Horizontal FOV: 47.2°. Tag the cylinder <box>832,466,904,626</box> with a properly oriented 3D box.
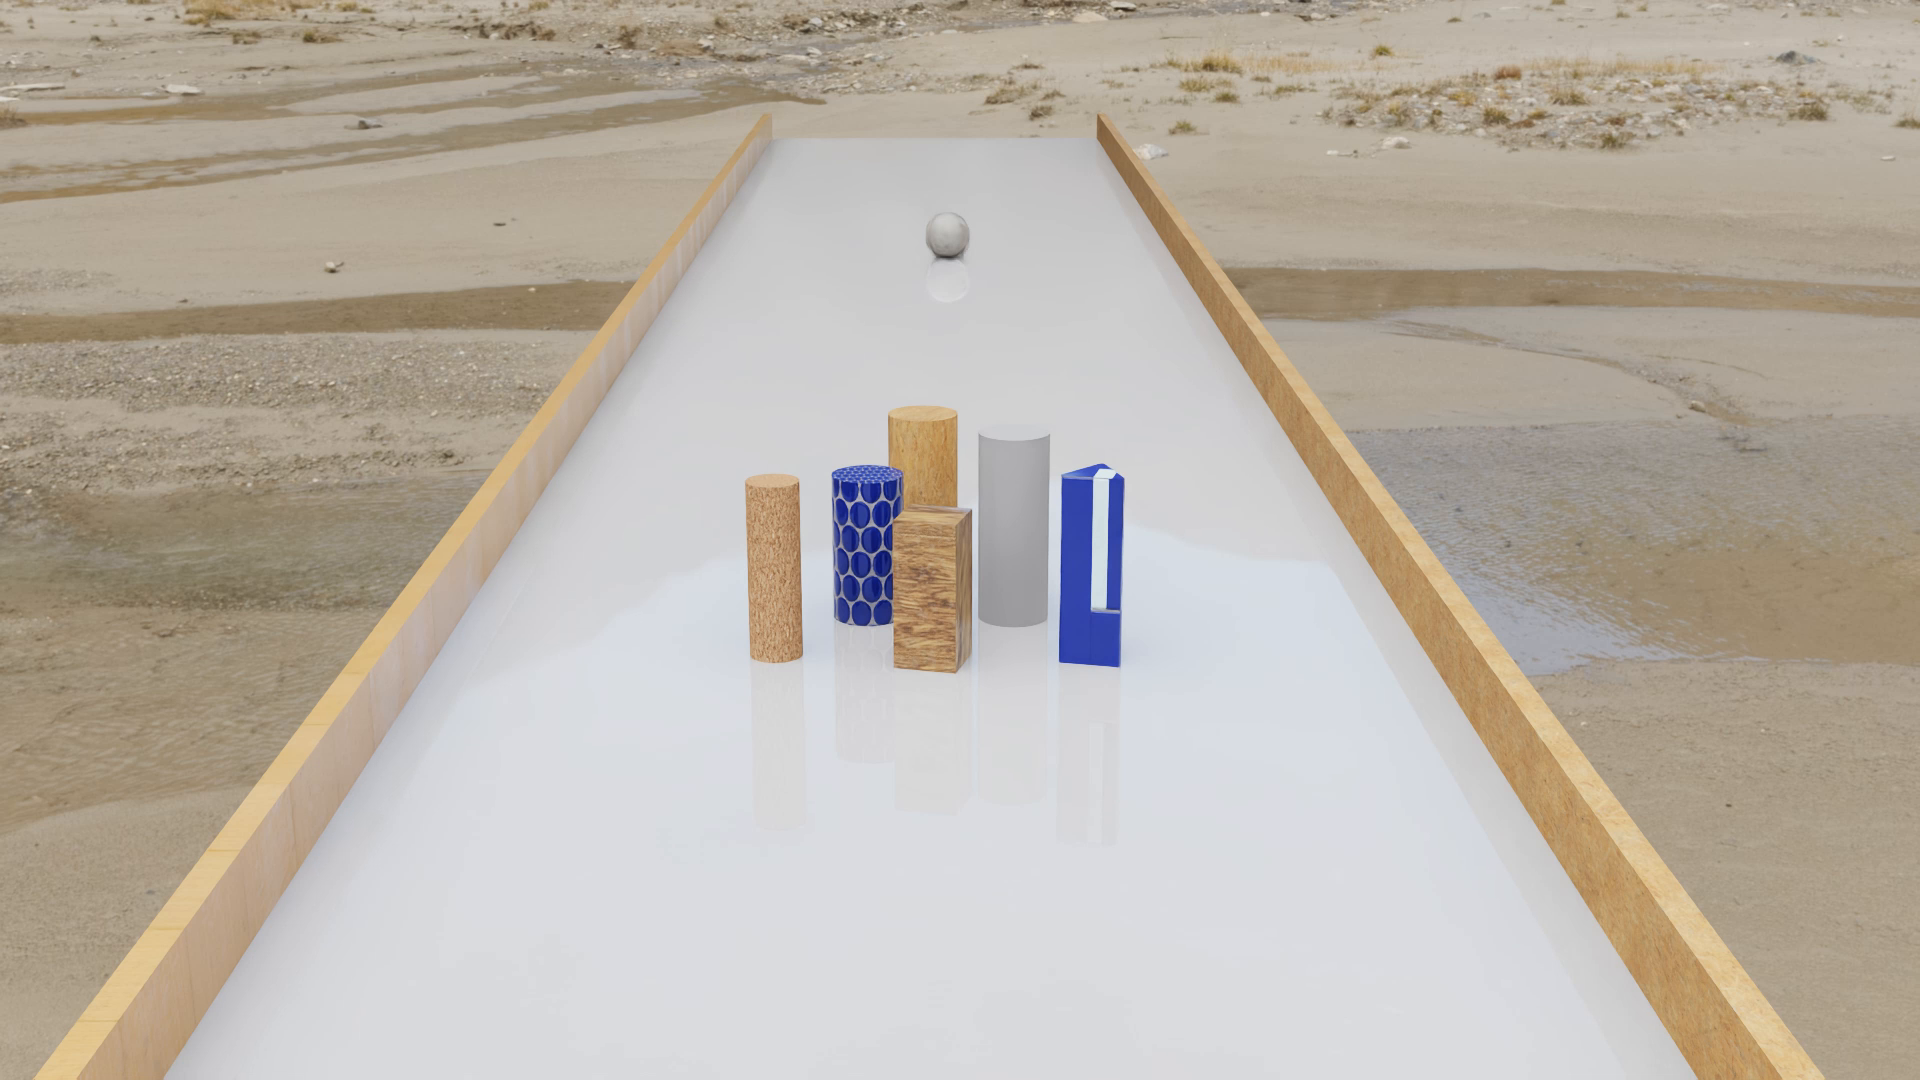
[{"bbox_3d":[-0.194,0.011,4.645,0.151,0.310,0.151,0,17,0],"label":"cylinder"}]

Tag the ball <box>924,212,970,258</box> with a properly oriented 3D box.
[{"bbox_3d":[-0.053,-1.272,9.174,0.188,0.188,0.188,0,17,0],"label":"ball"}]

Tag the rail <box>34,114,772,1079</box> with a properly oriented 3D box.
[{"bbox_3d":[-1.118,-0.838,7.780,0.050,0.150,12.000,0,17,-1],"label":"rail"}]

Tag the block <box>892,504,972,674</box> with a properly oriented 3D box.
[{"bbox_3d":[-0.053,0.096,4.371,0.127,0.304,0.127,4,17,15],"label":"block"}]

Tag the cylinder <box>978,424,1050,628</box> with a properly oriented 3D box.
[{"bbox_3d":[0.113,-0.031,4.624,0.149,0.403,0.149,0,17,0],"label":"cylinder"}]

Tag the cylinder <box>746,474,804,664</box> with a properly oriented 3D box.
[{"bbox_3d":[-0.371,0.057,4.398,0.107,0.364,0.107,0,17,0],"label":"cylinder"}]

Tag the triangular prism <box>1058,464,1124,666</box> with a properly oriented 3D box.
[{"bbox_3d":[0.271,0.048,4.385,0.124,0.388,0.107,4,17,13],"label":"triangular prism"}]

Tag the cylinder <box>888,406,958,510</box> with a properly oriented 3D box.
[{"bbox_3d":[-0.081,-0.094,4.873,0.152,0.383,0.152,0,17,0],"label":"cylinder"}]

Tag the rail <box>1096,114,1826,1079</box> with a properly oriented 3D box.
[{"bbox_3d":[0.932,-0.844,7.801,0.050,0.150,12.000,0,17,-1],"label":"rail"}]
